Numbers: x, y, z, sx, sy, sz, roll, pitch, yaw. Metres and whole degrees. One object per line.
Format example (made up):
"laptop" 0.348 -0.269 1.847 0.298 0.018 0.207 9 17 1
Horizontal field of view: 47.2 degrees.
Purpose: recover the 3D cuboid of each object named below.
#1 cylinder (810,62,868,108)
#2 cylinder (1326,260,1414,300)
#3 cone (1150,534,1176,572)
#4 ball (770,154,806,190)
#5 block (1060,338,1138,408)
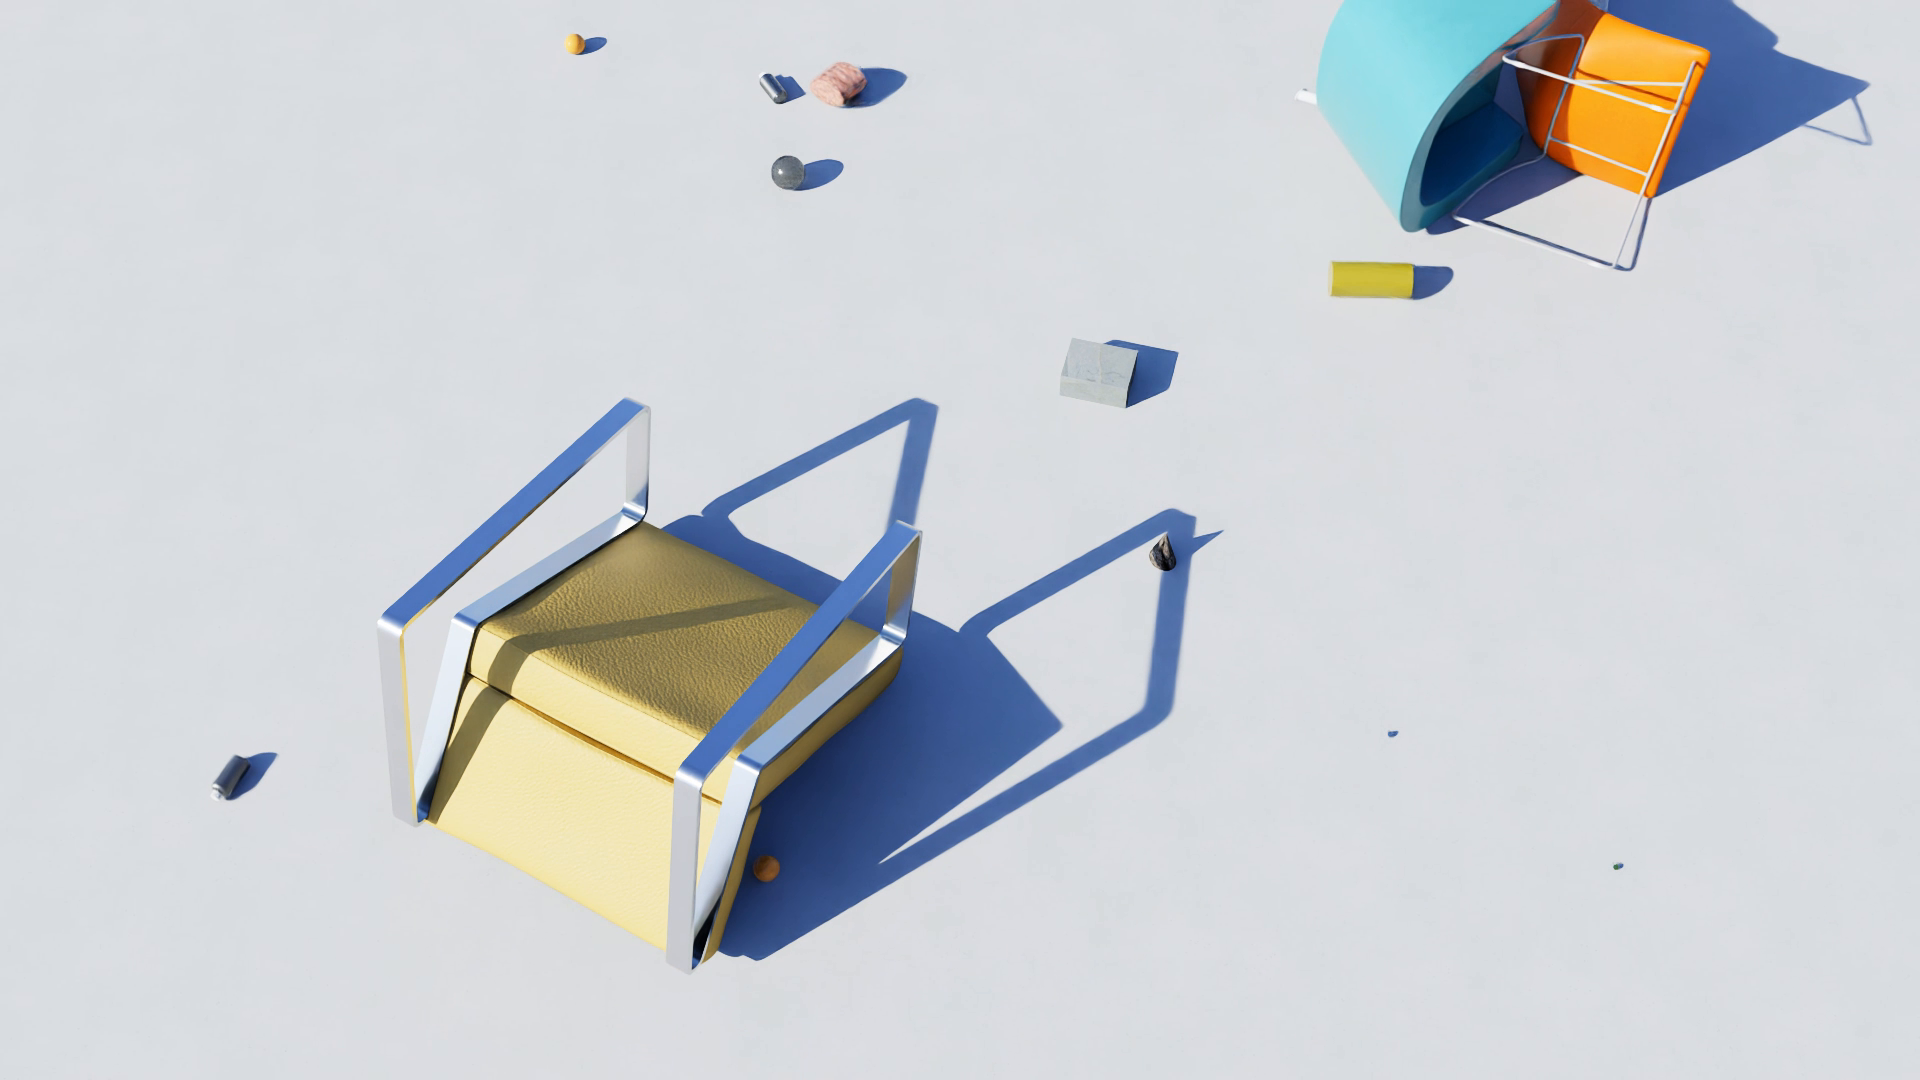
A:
"cylinder" -0.416 -1.564 7.554 0.167 0.104 0.117 24 56 41
"cylinder" 1.318 -0.834 7.064 0.256 0.116 0.113 2 43 -2
"cone" 0.602 0.016 6.478 0.074 0.142 0.092 -28 61 -18
"ball" -0.573 -1.224 7.325 0.116 0.116 0.116 0 56 0
"block" 0.433 -0.521 6.863 0.211 0.100 0.155 12 57 8
